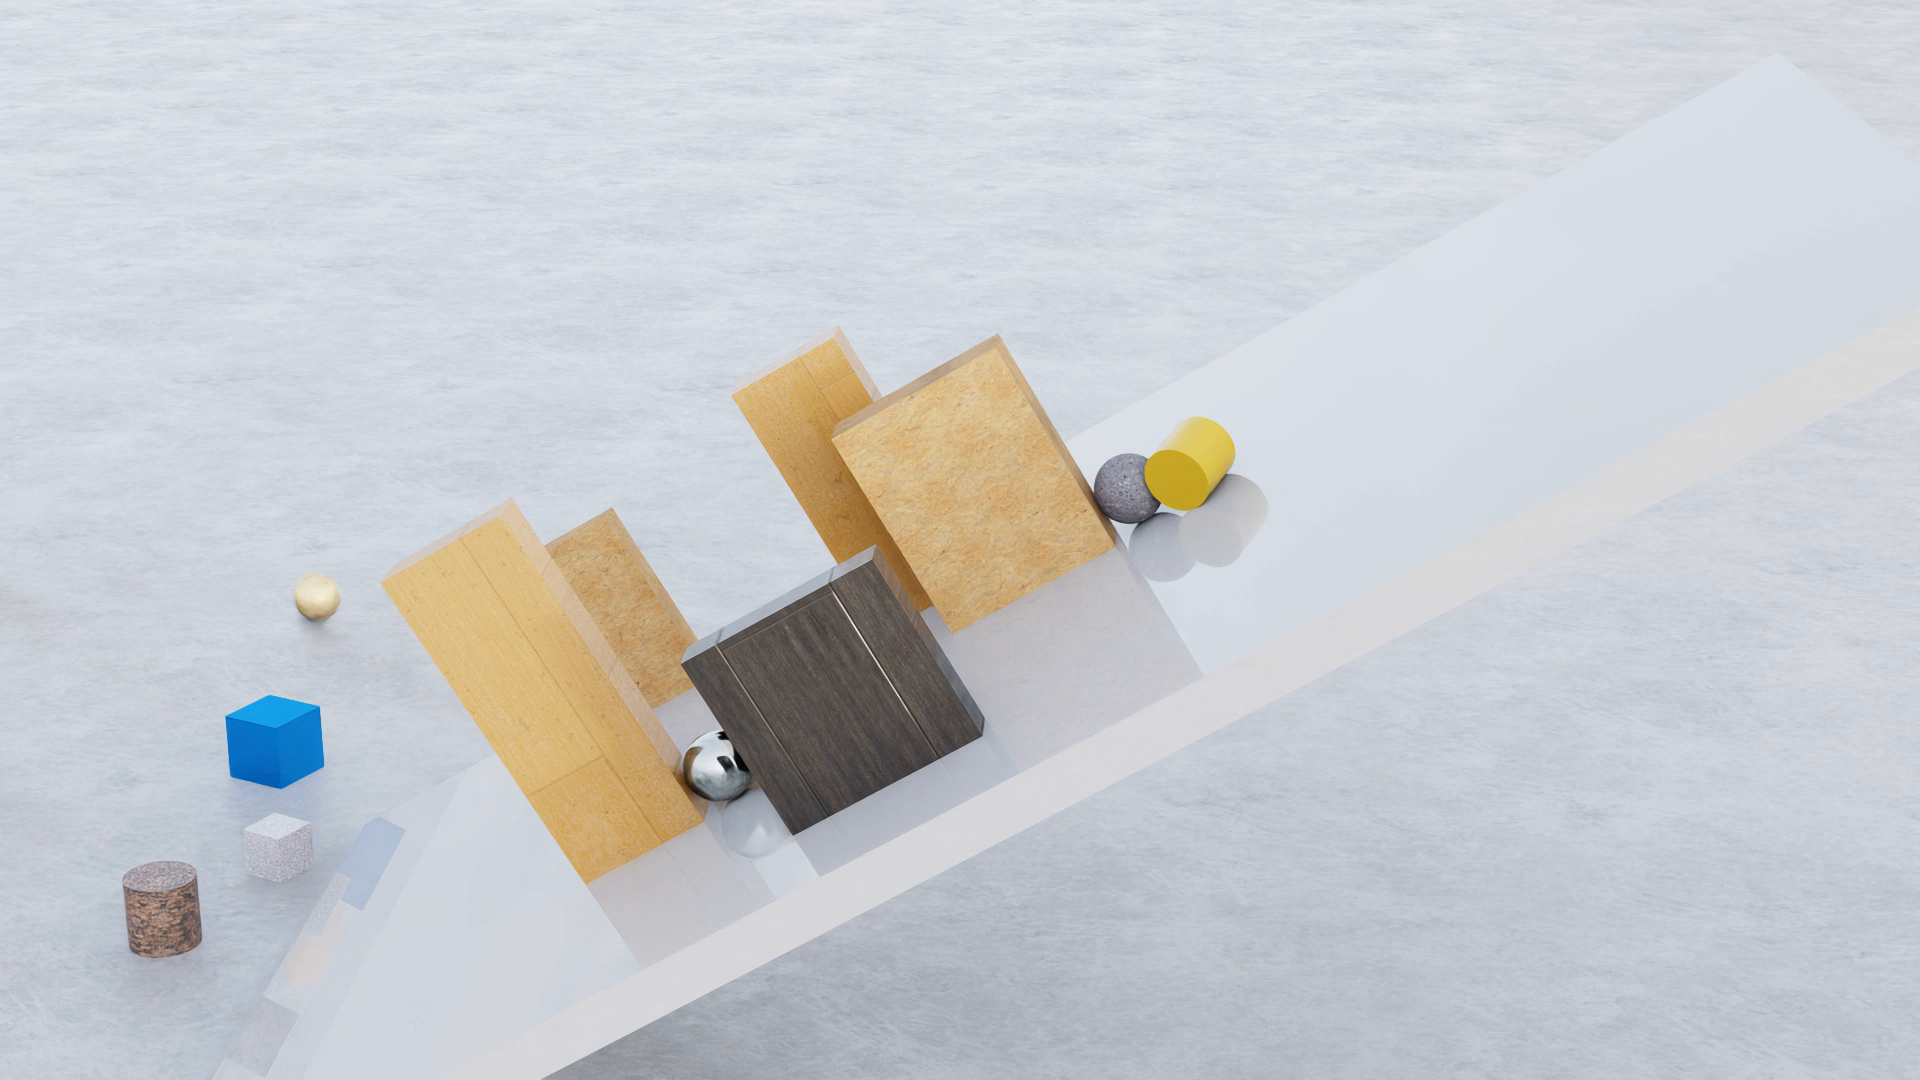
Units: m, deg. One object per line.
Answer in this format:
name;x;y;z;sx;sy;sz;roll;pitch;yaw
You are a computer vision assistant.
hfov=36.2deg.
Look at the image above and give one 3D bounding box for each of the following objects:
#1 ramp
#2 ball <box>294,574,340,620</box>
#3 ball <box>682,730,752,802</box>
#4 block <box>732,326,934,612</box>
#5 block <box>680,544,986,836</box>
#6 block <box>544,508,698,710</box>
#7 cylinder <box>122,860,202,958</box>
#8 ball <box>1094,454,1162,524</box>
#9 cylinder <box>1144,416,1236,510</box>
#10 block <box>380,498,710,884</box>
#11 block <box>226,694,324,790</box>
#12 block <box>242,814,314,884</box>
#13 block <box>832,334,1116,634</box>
ramp;0.142;0.168;6.286;4.000;0.100;2.000;-29;15;12
ball;-2.035;0.183;9.319;0.144;0.144;0.144;0;19;0
ball;-0.501;0.469;6.103;0.148;0.148;0.148;0;19;0
block;-0.222;-0.133;6.542;0.264;0.638;0.108;-29;15;12
block;-0.242;0.290;5.643;0.427;0.410;0.091;-29;15;12
block;-0.831;0.189;7.065;0.269;0.464;0.087;-29;15;12
cylinder;-1.942;0.898;7.162;0.176;0.176;0.176;0;19;0
ball;0.360;-0.109;6.254;0.151;0.151;0.151;0;19;0
cylinder;0.484;-0.161;6.184;0.146;0.146;0.146;9;36;25
block;-0.848;0.317;6.072;0.294;0.768;0.114;-29;15;12
block;-1.899;0.558;8.154;0.181;0.181;0.181;10;21;27
block;-1.752;0.791;7.561;0.122;0.122;0.122;11;21;28
block;0.032;-0.117;6.246;0.401;0.501;0.119;-29;15;12
